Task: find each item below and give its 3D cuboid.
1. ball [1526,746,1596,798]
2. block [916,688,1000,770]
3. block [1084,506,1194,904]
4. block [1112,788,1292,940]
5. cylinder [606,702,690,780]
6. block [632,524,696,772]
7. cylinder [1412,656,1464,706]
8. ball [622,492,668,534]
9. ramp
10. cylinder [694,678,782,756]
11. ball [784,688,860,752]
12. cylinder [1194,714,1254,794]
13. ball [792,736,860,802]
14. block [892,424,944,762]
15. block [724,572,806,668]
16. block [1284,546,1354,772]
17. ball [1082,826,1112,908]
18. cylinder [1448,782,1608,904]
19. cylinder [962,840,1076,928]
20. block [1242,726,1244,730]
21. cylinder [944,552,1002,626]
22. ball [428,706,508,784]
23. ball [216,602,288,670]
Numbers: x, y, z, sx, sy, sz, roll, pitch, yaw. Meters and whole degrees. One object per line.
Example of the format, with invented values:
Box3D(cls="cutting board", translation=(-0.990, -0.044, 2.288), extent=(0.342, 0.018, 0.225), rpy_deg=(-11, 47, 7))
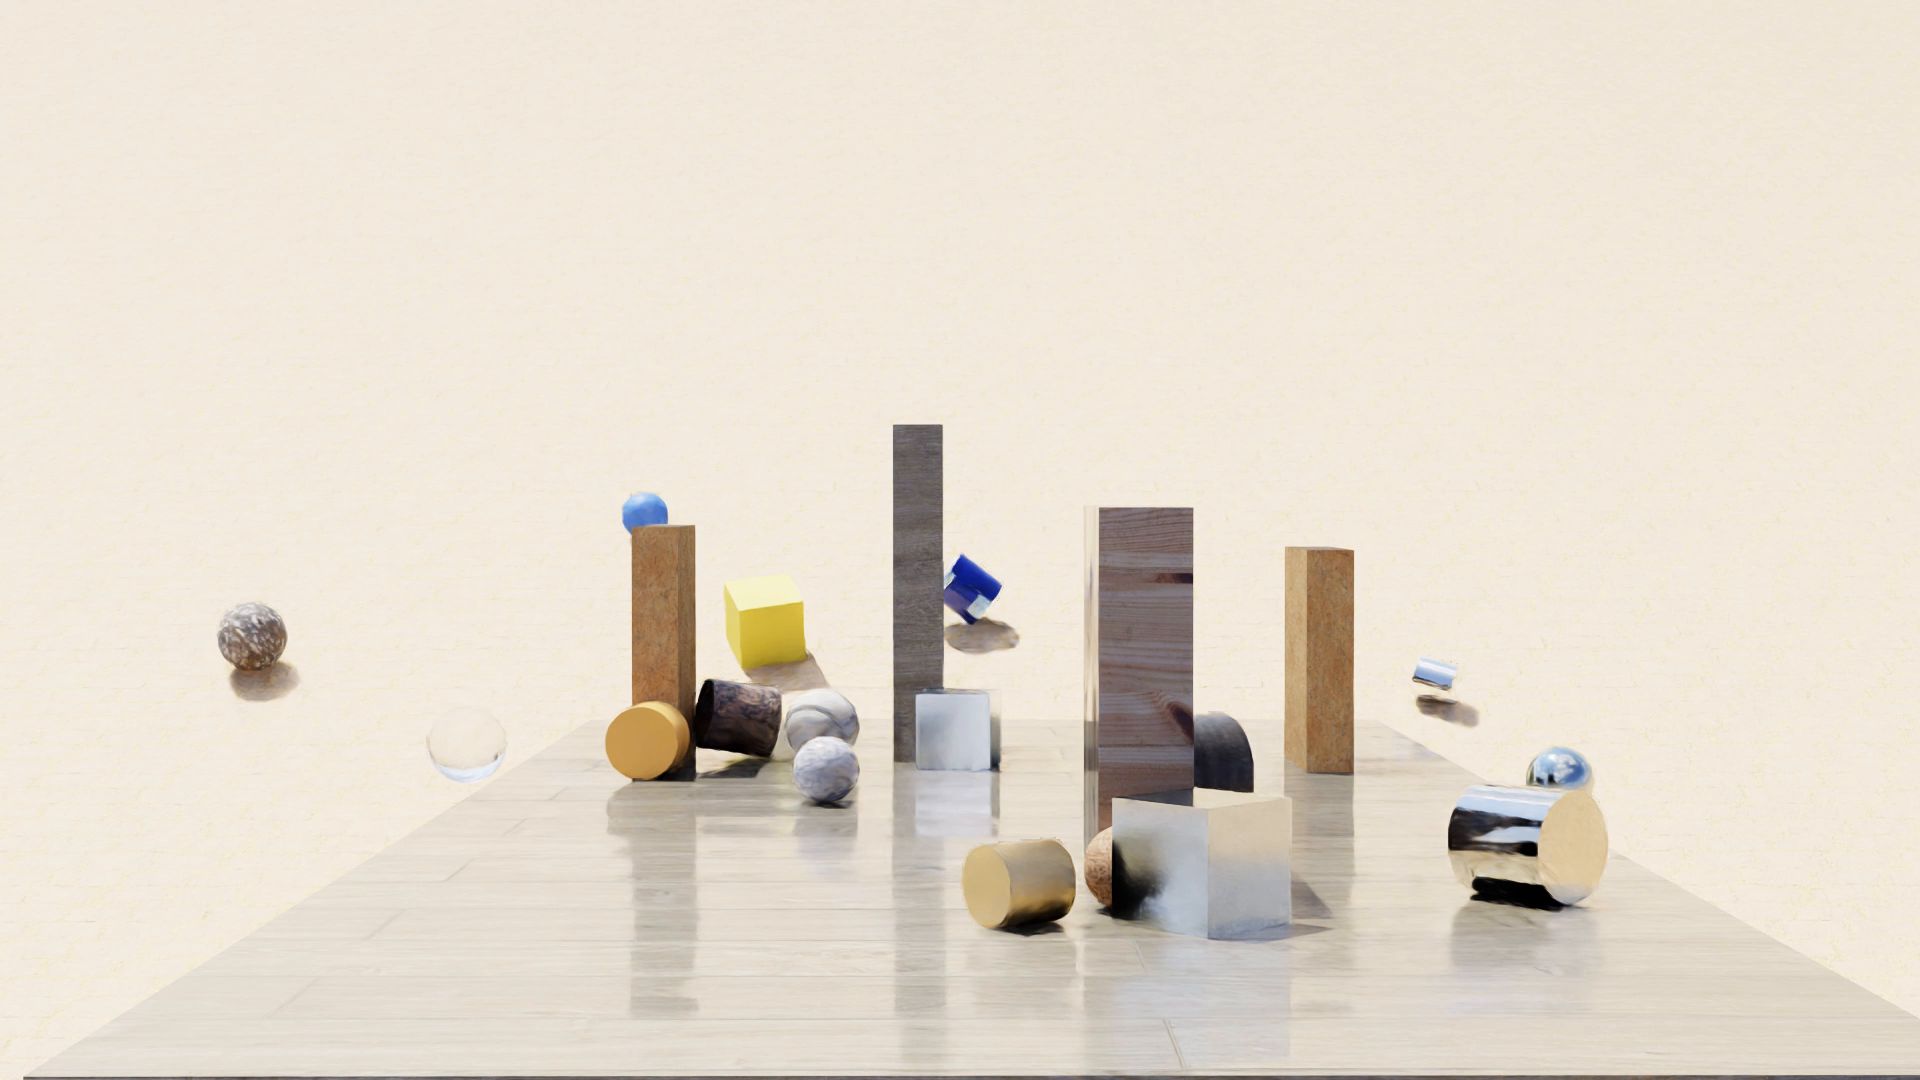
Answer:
Box3D(cls="ball", translation=(1.091, 0.437, 4.691), extent=(0.124, 0.124, 0.124), rpy_deg=(0, 27, 0))
Box3D(cls="block", translation=(-0.003, 0.400, 5.470), extent=(0.158, 0.158, 0.158), rpy_deg=(0, 1, 8))
Box3D(cls="block", translation=(0.263, 0.230, 3.864), extent=(0.134, 0.561, 0.430), rpy_deg=(0, 1, 0))
Box3D(cls="block", translation=(0.326, 0.433, 3.482), extent=(0.171, 0.171, 0.171), rpy_deg=(-1, 2, -44))
Box3D(cls="cylinder", translation=(-0.638, 0.409, 5.281), extent=(0.148, 0.148, 0.148), rpy_deg=(2, 1, 4))
Box3D(cls="block", translation=(-0.633, 0.224, 5.534), extent=(0.097, 0.508, 0.359), rpy_deg=(0, 1, 0))
Box3D(cls="cylinder", translation=(1.262, 0.373, 6.815), extent=(0.106, 0.106, 0.106), rpy_deg=(16, 31, 28))
Box3D(cls="ball", translation=(-0.937, -0.072, 7.678), extent=(0.140, 0.140, 0.140), rpy_deg=(0, 27, 0))
Box3D(cls="ramp", translation=(0.061, 0.547, 4.583), extent=(2.000, 0.100, 4.000), rpy_deg=(0, 1, 0))
Box3D(cls="cylinder", translation=(-0.485, 0.387, 5.624), extent=(0.153, 0.153, 0.153), rpy_deg=(10, 23, -19))
Box3D(cls="ball", translation=(-0.295, 0.398, 5.528), extent=(0.161, 0.161, 0.161), rpy_deg=(0, 27, 0))
Box3D(cls="cylinder", translation=(0.369, 0.399, 4.430), extent=(0.196, 0.196, 0.196), rpy_deg=(-1, 25, -27))
Box3D(cls="ball", translation=(-0.251, 0.429, 4.831), extent=(0.125, 0.125, 0.125), rpy_deg=(0, 27, 0))
Box3D(cls="block", translation=(-0.091, 0.110, 5.761), extent=(0.108, 0.727, 0.414), rpy_deg=(0, 1, 0))
Box3D(cls="block", translation=(-0.534, 0.220, 7.051), extent=(0.179, 0.179, 0.179), rpy_deg=(-8, 27, -16))
Box3D(cls="block", translation=(0.765, 0.248, 5.513), extent=(0.098, 0.461, 0.360), rpy_deg=(0, 1, 0))
Box3D(cls="ball", translation=(0.231, 0.456, 3.593), extent=(0.120, 0.120, 0.120), rpy_deg=(0, 27, 0))
Box3D(cls="cylinder", translation=(0.812, 0.433, 3.696), extent=(0.160, 0.160, 0.160), rpy_deg=(-23, 15, -37))
Box3D(cls="cylinder", translation=(0.080, 0.462, 3.478), extent=(0.110, 0.110, 0.110), rpy_deg=(-1, 23, -35))
Box3D(cls="block", translation=(0.400, 0.414, 4.649), extent=(0.162, 0.162, 0.162), rpy_deg=(-1, 1, -23))
Box3D(cls="cylinder", translation=(0.016, 0.135, 7.185), extent=(0.146, 0.146, 0.146), rpy_deg=(38, 29, -6))
Box3D(cls="ball", translation=(-1.202, 0.499, 6.302), extent=(0.190, 0.190, 0.190), rpy_deg=(0, 27, 0))
Box3D(cls="ball", translation=(-1.910, 0.261, 6.966), extent=(0.184, 0.184, 0.184), rpy_deg=(0, 27, 0))
